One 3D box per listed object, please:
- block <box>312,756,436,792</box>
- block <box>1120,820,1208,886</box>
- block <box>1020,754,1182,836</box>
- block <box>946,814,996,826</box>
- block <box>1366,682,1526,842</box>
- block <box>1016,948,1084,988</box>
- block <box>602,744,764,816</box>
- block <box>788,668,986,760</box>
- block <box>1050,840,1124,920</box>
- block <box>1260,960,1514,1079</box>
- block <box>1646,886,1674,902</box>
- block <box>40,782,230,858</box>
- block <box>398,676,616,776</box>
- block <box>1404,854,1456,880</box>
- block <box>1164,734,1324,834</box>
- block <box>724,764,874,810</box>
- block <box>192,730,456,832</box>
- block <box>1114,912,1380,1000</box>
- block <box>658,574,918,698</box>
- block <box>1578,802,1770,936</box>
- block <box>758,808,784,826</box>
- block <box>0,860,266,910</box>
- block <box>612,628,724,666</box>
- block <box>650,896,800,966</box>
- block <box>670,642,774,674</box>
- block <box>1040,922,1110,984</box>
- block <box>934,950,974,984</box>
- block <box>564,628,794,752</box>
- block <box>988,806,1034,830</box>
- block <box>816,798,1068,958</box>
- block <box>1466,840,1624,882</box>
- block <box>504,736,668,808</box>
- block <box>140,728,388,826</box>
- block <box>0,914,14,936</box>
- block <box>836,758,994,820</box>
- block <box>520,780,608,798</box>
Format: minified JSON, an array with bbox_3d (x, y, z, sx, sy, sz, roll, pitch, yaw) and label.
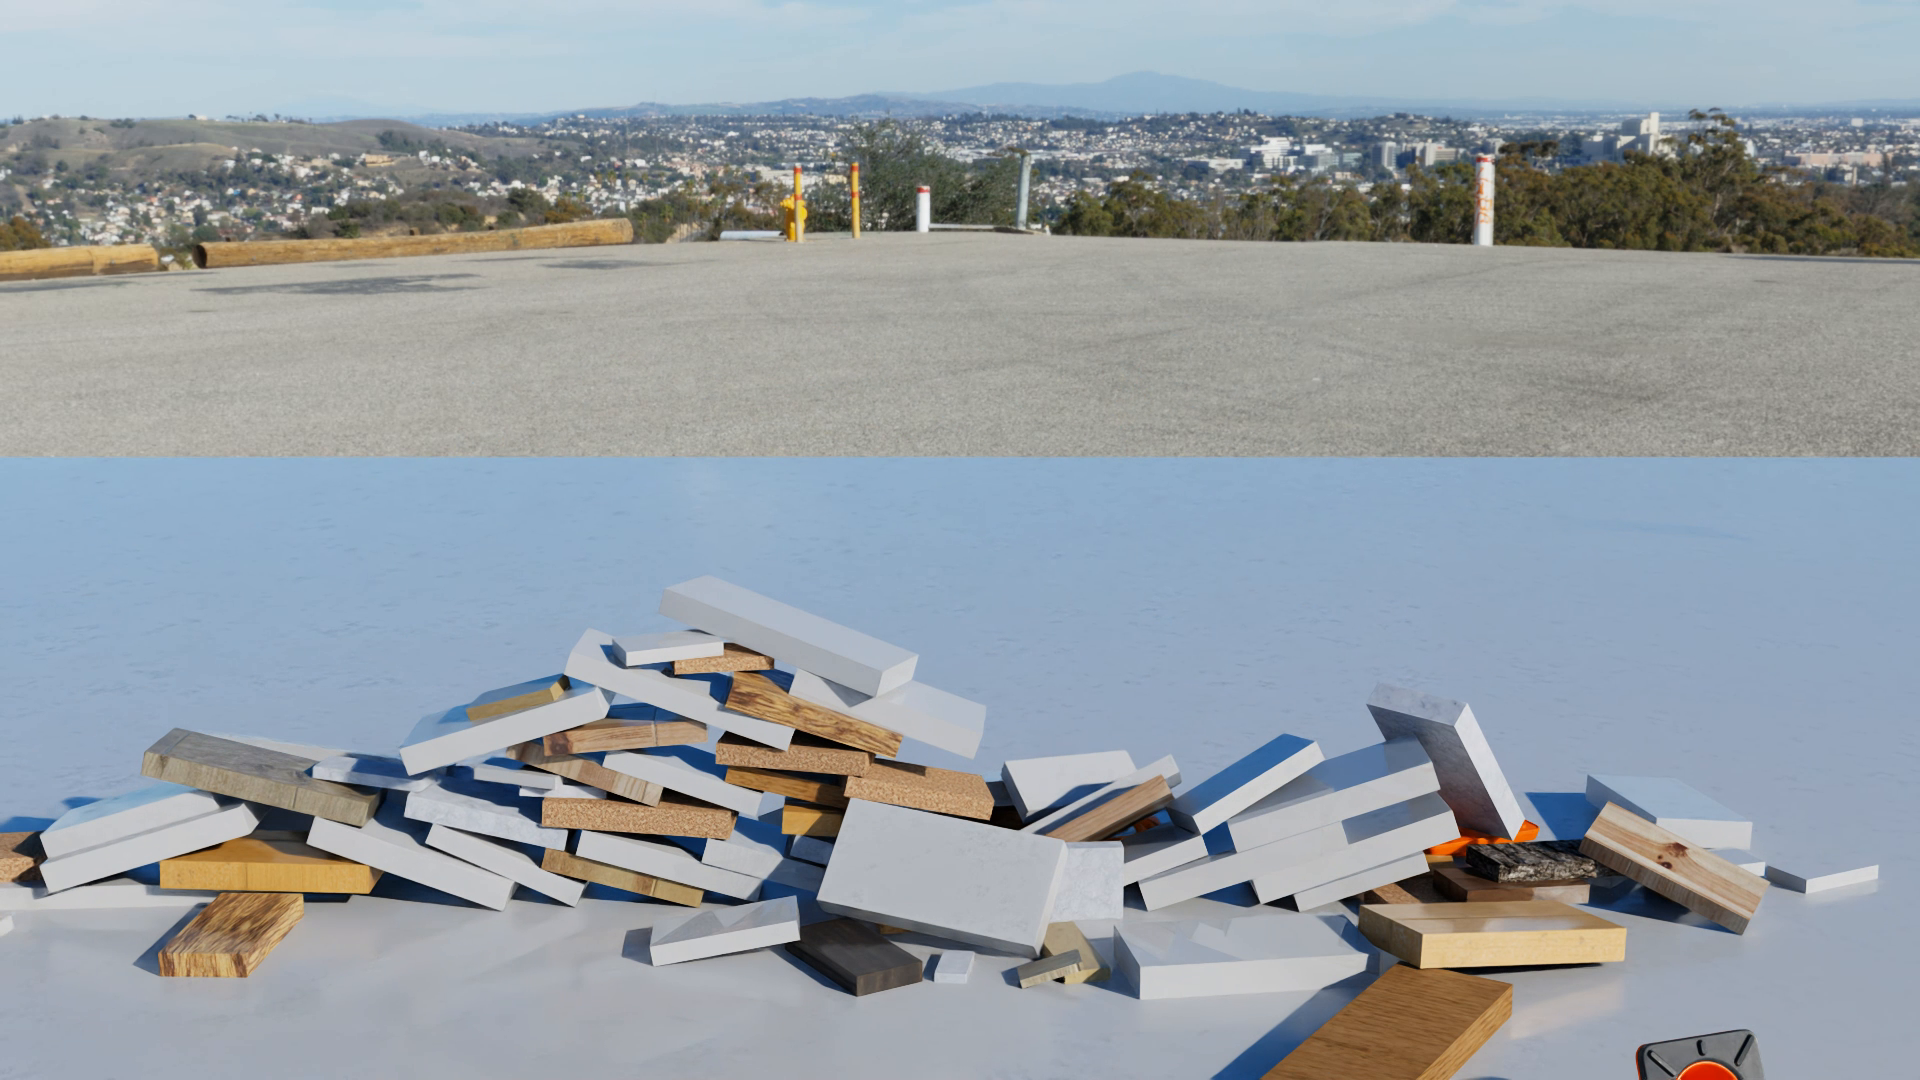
[{"bbox_3d":[-0.967,0.386,3.633,0.185,0.020,0.070,7,10,7],"label":"block"},{"bbox_3d":[0.280,0.532,3.653,0.247,0.035,0.124,-20,10,-1],"label":"block"},{"bbox_3d":[0.238,0.456,3.750,0.294,0.034,0.120,-27,-17,0],"label":"block"},{"bbox_3d":[-0.017,0.525,3.907,0.143,0.040,0.285,-5,12,-24],"label":"block"},{"bbox_3d":[0.835,0.381,3.770,0.171,0.342,0.048,13,59,42],"label":"block"},{"bbox_3d":[0.135,0.640,3.284,0.096,0.014,0.048,-17,14,-1],"label":"block"},{"bbox_3d":[-0.448,0.378,3.620,0.260,0.037,0.130,19,11,-3],"label":"block"},{"bbox_3d":[-0.115,0.263,3.603,0.315,0.045,0.158,20,13,-1],"label":"block"},{"bbox_3d":[0.143,0.551,3.549,0.239,0.120,0.034,-1,11,-5],"label":"block"},{"bbox_3d":[0.541,0.704,2.924,0.171,0.048,0.670,7,12,32],"label":"block"},{"bbox_3d":[1.245,0.574,3.687,0.170,0.024,0.085,-3,11,-14],"label":"block"},{"bbox_3d":[-1.357,0.447,3.649,0.287,0.041,0.144,-16,10,0],"label":"block"},{"bbox_3d":[-0.728,0.288,3.570,0.330,0.047,0.165,-17,13,3],"label":"block"},{"bbox_3d":[0.732,0.563,3.733,0.211,0.030,0.105,1,11,7],"label":"block"},{"bbox_3d":[0.473,0.404,3.661,0.247,0.035,0.124,-29,9,-14],"label":"block"},{"bbox_3d":[-0.258,0.391,3.624,0.244,0.035,0.122,13,11,-2],"label":"block"},{"bbox_3d":[-1.127,0.445,3.850,0.467,0.165,0.047,7,-2,5],"label":"block"},{"bbox_3d":[0.430,0.627,3.329,0.364,0.051,0.179,-2,11,-9],"label":"block"},{"bbox_3d":[-0.281,0.155,3.611,0.400,0.045,0.158,20,13,17],"label":"block"},{"bbox_3d":[1.157,0.530,3.566,0.280,0.034,0.119,27,37,23],"label":"block"},{"bbox_3d":[-0.230,0.490,4.001,0.249,0.032,0.113,-7,-11,-31],"label":"block"},{"bbox_3d":[-1.436,0.573,3.660,0.546,0.038,0.133,-1,11,-4],"label":"block"},{"bbox_3d":[-0.471,0.172,3.546,0.161,0.023,0.081,-5,16,-25],"label":"block"},{"bbox_3d":[-0.362,0.605,3.406,0.226,0.032,0.113,-10,11,-3],"label":"block"},{"bbox_3d":[-0.388,0.191,3.573,0.161,0.023,0.081,-2,15,-14],"label":"block"},{"bbox_3d":[0.168,0.633,3.382,0.070,0.020,0.202,-2,11,-13],"label":"block"},{"bbox_3d":[-0.008,0.646,3.331,0.048,0.014,0.096,2,11,8],"label":"block"},{"bbox_3d":[-0.445,0.241,3.571,0.376,0.040,0.143,19,13,-3],"label":"block"},{"bbox_3d":[0.121,0.489,3.941,0.119,0.034,0.238,-9,-1,-29],"label":"block"},{"bbox_3d":[-0.027,0.528,3.453,0.357,0.179,0.051,9,-29,17],"label":"block"},{"bbox_3d":[1.017,0.525,3.626,0.349,0.030,0.105,0,10,-17],"label":"block"},{"bbox_3d":[-0.605,0.363,3.624,0.260,0.037,0.130,19,11,0],"label":"block"},{"bbox_3d":[-1.141,0.390,3.626,0.367,0.041,0.144,14,10,-3],"label":"block"},{"bbox_3d":[-1.603,0.614,3.473,0.177,0.025,0.089,2,11,9],"label":"block"},{"bbox_3d":[-0.075,0.402,3.604,0.244,0.035,0.122,11,11,-12],"label":"block"},{"bbox_3d":[-0.650,0.403,3.615,0.140,0.020,0.070,3,10,-6],"label":"block"}]
